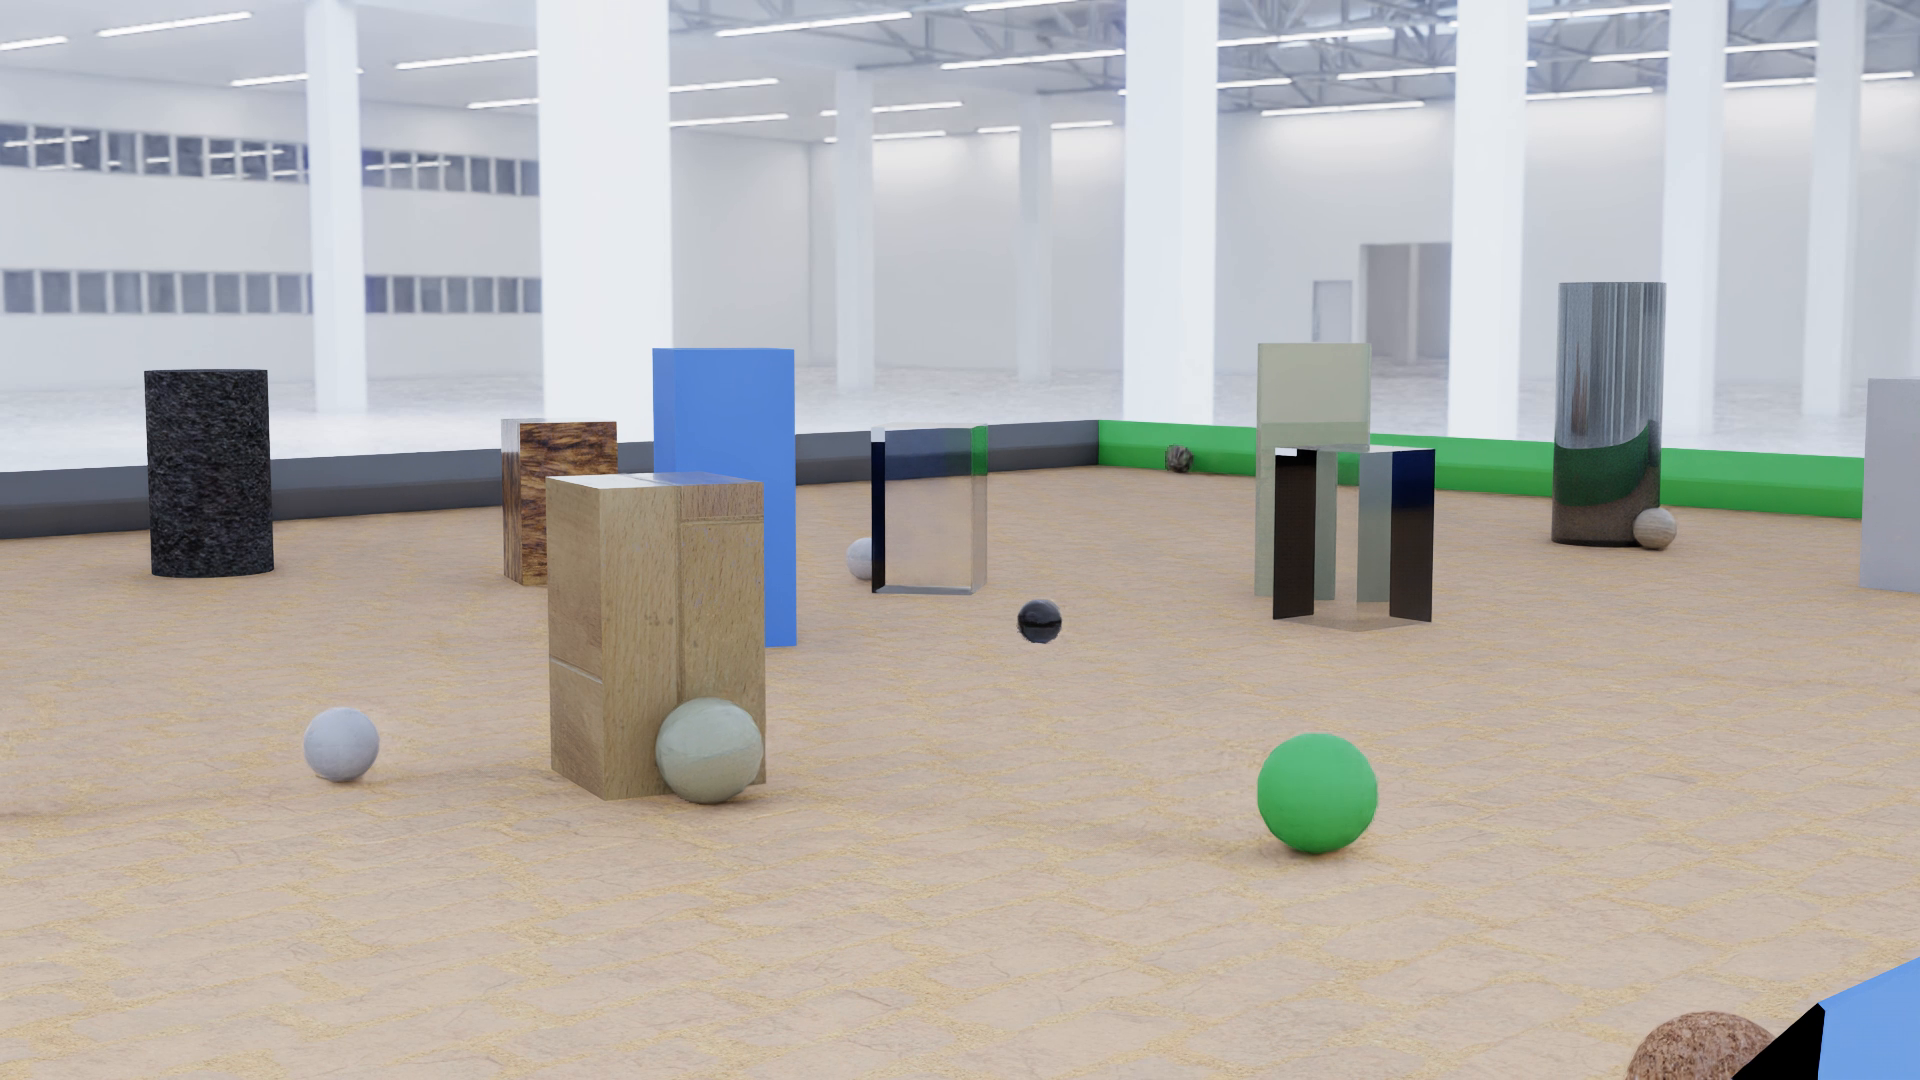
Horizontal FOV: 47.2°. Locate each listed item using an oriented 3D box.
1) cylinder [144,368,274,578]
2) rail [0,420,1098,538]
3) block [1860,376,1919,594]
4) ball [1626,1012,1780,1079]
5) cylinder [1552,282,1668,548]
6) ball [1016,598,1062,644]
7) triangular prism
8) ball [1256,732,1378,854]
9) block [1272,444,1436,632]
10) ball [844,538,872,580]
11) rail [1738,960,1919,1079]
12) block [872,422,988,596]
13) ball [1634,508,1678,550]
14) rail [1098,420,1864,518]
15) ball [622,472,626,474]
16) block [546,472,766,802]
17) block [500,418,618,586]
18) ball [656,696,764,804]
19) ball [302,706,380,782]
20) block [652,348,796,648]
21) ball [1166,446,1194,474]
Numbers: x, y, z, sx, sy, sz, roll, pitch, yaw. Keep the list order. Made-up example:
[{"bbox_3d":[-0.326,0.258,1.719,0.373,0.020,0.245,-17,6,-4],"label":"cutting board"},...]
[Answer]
[{"bbox_3d":[-1.283,-0.118,3.761,0.199,0.344,0.199,0,6,0],"label":"cylinder"},{"bbox_3d":[-1.330,-0.116,4.766,4.757,0.129,0.045,-5,8,-42],"label":"rail"},{"bbox_3d":[1.567,-0.090,3.525,0.159,0.338,0.159,-4,7,-36],"label":"block"},{"bbox_3d":[0.384,0.285,1.119,0.089,0.089,0.089,0,6,0],"label":"ball"},{"bbox_3d":[1.246,-0.244,4.228,0.199,0.498,0.199,0,6,0],"label":"cylinder"},{"bbox_3d":[0.107,0.109,2.949,0.061,0.061,0.061,0,6,0],"label":"ball"},{"bbox_3d":[0.552,-0.116,3.499,0.173,0.395,0.150,0,6,1],"label":"triangular prism"},{"bbox_3d":[0.294,0.208,1.813,0.099,0.099,0.099,0,6,0],"label":"ball"},{"bbox_3d":[0.565,-0.007,3.156,0.159,0.249,0.159,-5,8,-38],"label":"block"},{"bbox_3d":[-0.155,0.031,3.647,0.071,0.071,0.071,0,6,0],"label":"ball"},{"bbox_3d":[1.330,0.183,1.898,4.757,0.129,0.045,-5,8,-42],"label":"rail"},{"bbox_3d":[-0.047,-0.053,3.533,0.159,0.263,0.159,1,6,10],"label":"block"},{"bbox_3d":[1.302,-0.021,4.115,0.078,0.078,0.078,0,6,0],"label":"ball"},{"bbox_3d":[1.731,-0.132,4.920,0.045,0.129,3.970,-5,8,-42],"label":"rail"},{"bbox_3d":[-0.795,-0.127,5.206,0.064,0.064,0.064,0,6,0],"label":"ball"},{"bbox_3d":[-0.291,0.085,2.097,0.159,0.286,0.159,-3,7,-28],"label":"block"},{"bbox_3d":[-0.667,-0.068,3.663,0.159,0.264,0.159,-2,6,-22],"label":"block"},{"bbox_3d":[-0.227,0.191,1.997,0.097,0.097,0.097,0,6,0],"label":"ball"},{"bbox_3d":[-0.587,0.194,2.087,0.071,0.071,0.071,0,6,0],"label":"ball"},{"bbox_3d":[-0.319,-0.060,2.964,0.159,0.394,0.159,-2,6,-18],"label":"block"},{"bbox_3d":[0.606,-0.222,6.059,0.075,0.075,0.075,0,6,0],"label":"ball"}]
